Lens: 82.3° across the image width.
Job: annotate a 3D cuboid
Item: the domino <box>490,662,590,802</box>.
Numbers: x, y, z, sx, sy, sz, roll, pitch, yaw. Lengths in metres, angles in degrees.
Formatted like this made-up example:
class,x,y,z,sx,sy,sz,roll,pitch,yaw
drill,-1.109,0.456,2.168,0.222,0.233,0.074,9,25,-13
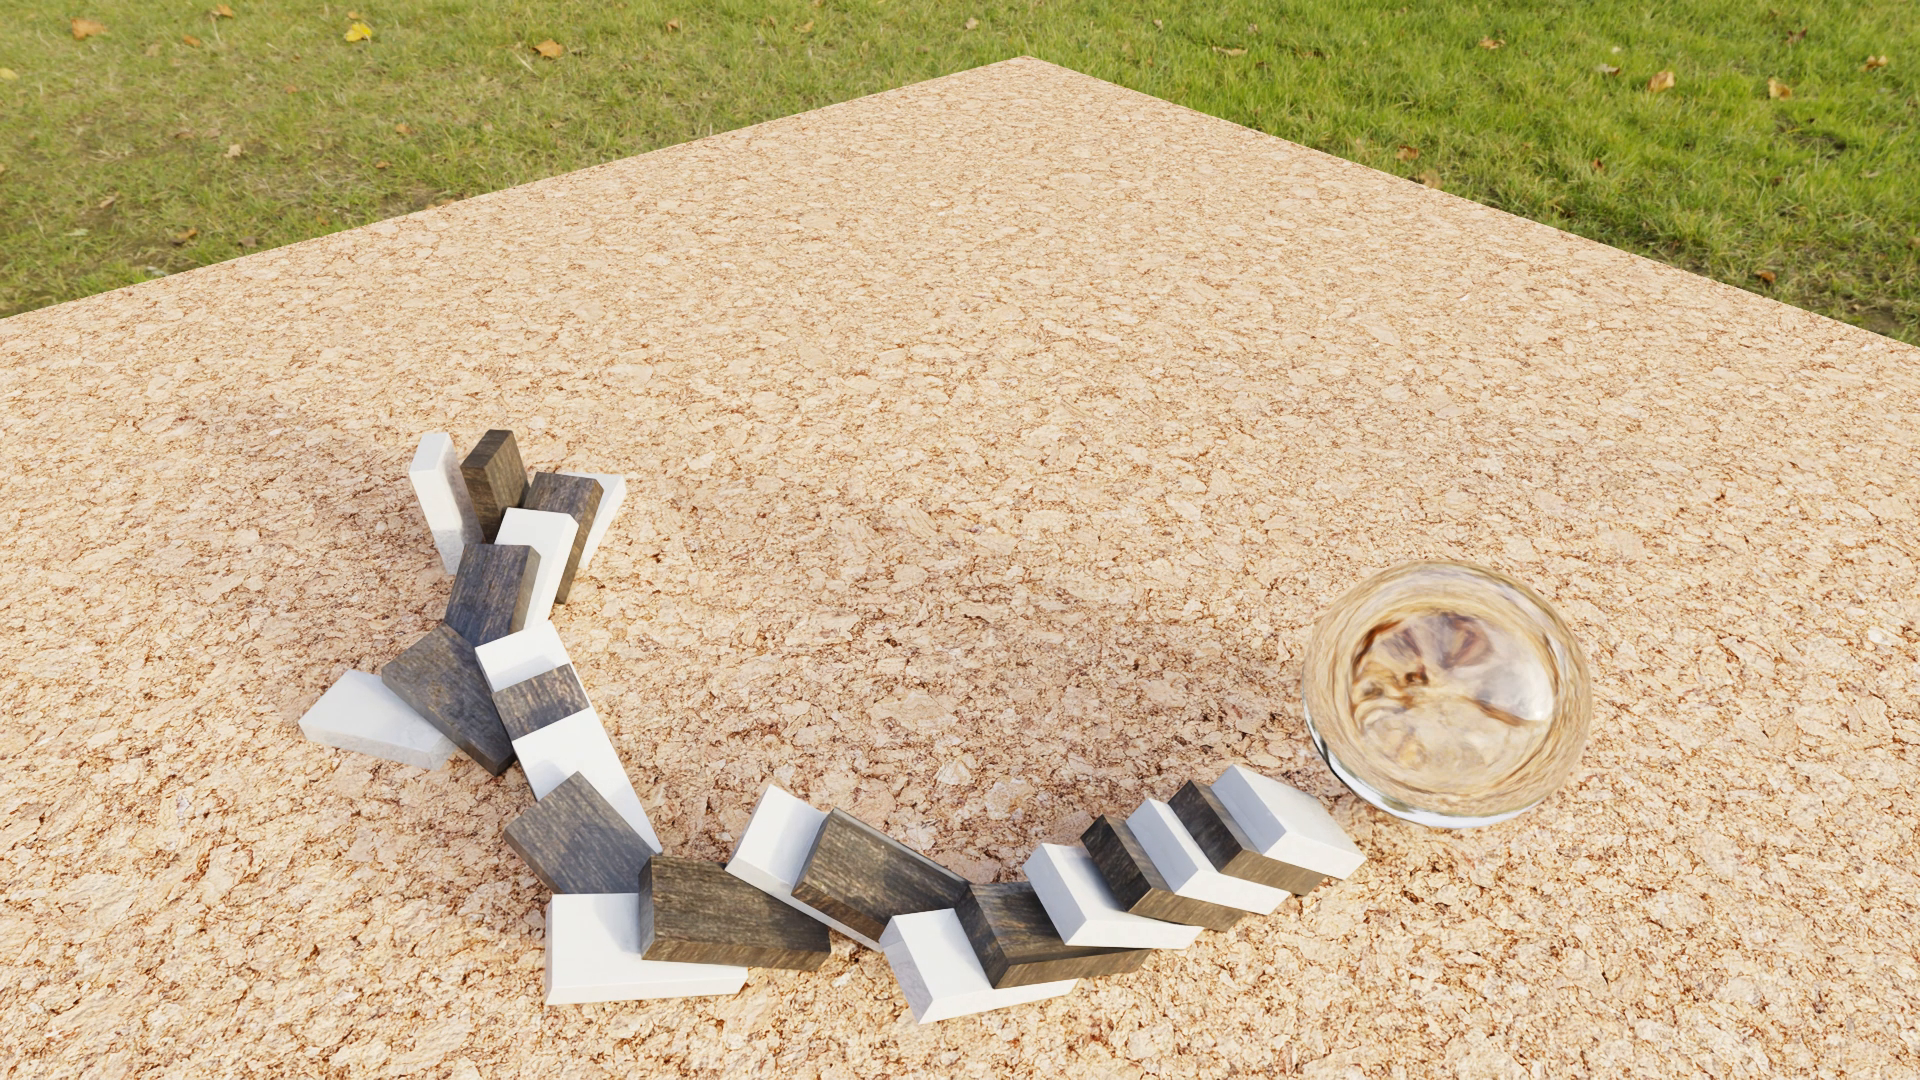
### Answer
class,x,y,z,sx,sy,sz,roll,pitch,yaw
domino,-0.125,0.066,0.345,0.025,0.010,0.050,-23,71,-28

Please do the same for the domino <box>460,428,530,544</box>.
class,x,y,z,sx,sy,sz,roll,pitch,yaw
domino,-0.178,-0.015,0.430,0.009,0.050,0.025,4,39,5

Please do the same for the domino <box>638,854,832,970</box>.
class,x,y,z,sx,sy,sz,roll,pitch,yaw
domino,-0.061,0.102,0.299,0.050,0.009,0.025,17,33,-30

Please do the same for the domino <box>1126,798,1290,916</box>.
class,x,y,z,sx,sy,sz,roll,pitch,yaw
domino,0.070,0.089,0.309,0.050,0.009,0.025,27,19,-42

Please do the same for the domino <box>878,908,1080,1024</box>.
class,x,y,z,sx,sy,sz,roll,pitch,yaw
domino,0.006,0.110,0.292,0.050,0.009,0.025,7,32,-36

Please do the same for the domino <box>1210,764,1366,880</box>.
class,x,y,z,sx,sy,sz,roll,pitch,yaw
domino,0.096,0.082,0.318,0.050,0.009,0.025,27,19,-42

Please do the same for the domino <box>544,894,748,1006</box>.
class,x,y,z,sx,sy,sz,roll,pitch,yaw
domino,-0.084,0.108,0.294,0.050,0.009,0.025,8,41,-27

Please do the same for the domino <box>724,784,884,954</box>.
class,x,y,z,sx,sy,sz,roll,pitch,yaw
domino,-0.038,0.093,0.312,0.050,0.009,0.025,31,40,-8

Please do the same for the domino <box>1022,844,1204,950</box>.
class,x,y,z,sx,sy,sz,roll,pitch,yaw
domino,0.043,0.098,0.302,0.050,0.010,0.025,19,24,-39

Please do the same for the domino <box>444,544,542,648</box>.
class,x,y,z,sx,sy,sz,roll,pitch,yaw
domino,-0.170,0.026,0.395,0.025,0.010,0.050,1,64,5

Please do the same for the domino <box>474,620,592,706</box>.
class,x,y,z,sx,sy,sz,roll,pitch,yaw
domino,-0.136,0.054,0.360,0.025,0.010,0.050,-22,71,-30

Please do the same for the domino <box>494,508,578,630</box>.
class,x,y,z,sx,sy,sz,roll,pitch,yaw
domino,-0.163,0.013,0.411,0.025,0.010,0.050,6,65,7

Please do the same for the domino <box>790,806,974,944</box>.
class,x,y,z,sx,sy,sz,roll,pitch,yaw
domino,-0.019,0.098,0.306,0.050,0.010,0.025,31,41,-7

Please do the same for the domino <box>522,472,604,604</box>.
class,x,y,z,sx,sy,sz,roll,pitch,yaw
domino,-0.160,-0.001,0.429,0.025,0.010,0.050,7,65,7

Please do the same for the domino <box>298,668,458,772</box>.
class,x,y,z,sx,sy,sz,roll,pitch,yaw
domino,-0.191,0.060,0.370,0.050,0.010,0.025,10,40,12

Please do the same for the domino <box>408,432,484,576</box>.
class,x,y,z,sx,sy,sz,roll,pitch,yaw
domino,-0.199,-0.014,0.428,0.009,0.050,0.025,-6,40,-7

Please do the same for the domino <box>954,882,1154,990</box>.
class,x,y,z,sx,sy,sz,roll,pitch,yaw
domino,0.026,0.105,0.298,0.050,0.010,0.025,9,31,-35

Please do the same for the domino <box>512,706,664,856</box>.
class,x,y,z,sx,sy,sz,roll,pitch,yaw
domino,-0.112,0.078,0.331,0.025,0.010,0.050,-24,72,-27

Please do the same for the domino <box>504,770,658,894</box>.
class,x,y,z,sx,sy,sz,roll,pitch,yaw
domino,-0.102,0.093,0.313,0.050,0.009,0.025,44,51,6

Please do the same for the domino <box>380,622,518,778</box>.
class,x,y,z,sx,sy,sz,roll,pitch,yaw
domino,-0.162,0.052,0.364,0.050,0.009,0.025,38,48,5

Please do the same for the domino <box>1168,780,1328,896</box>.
class,x,y,z,sx,sy,sz,roll,pitch,yaw
domino,0.083,0.086,0.314,0.050,0.009,0.025,27,19,-42

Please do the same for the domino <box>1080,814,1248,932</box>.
class,x,y,z,sx,sy,sz,roll,pitch,yaw
domino,0.057,0.093,0.305,0.050,0.010,0.025,27,19,-42

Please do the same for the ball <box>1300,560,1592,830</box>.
class,x,y,z,sx,sy,sz,roll,pitch,yaw
ball,0.145,0.046,0.332,0.080,0.080,0.080,0,39,0

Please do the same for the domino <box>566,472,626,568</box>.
class,x,y,z,sx,sy,sz,roll,pitch,yaw
domino,-0.159,-0.009,0.454,0.025,0.009,0.050,3,39,4
